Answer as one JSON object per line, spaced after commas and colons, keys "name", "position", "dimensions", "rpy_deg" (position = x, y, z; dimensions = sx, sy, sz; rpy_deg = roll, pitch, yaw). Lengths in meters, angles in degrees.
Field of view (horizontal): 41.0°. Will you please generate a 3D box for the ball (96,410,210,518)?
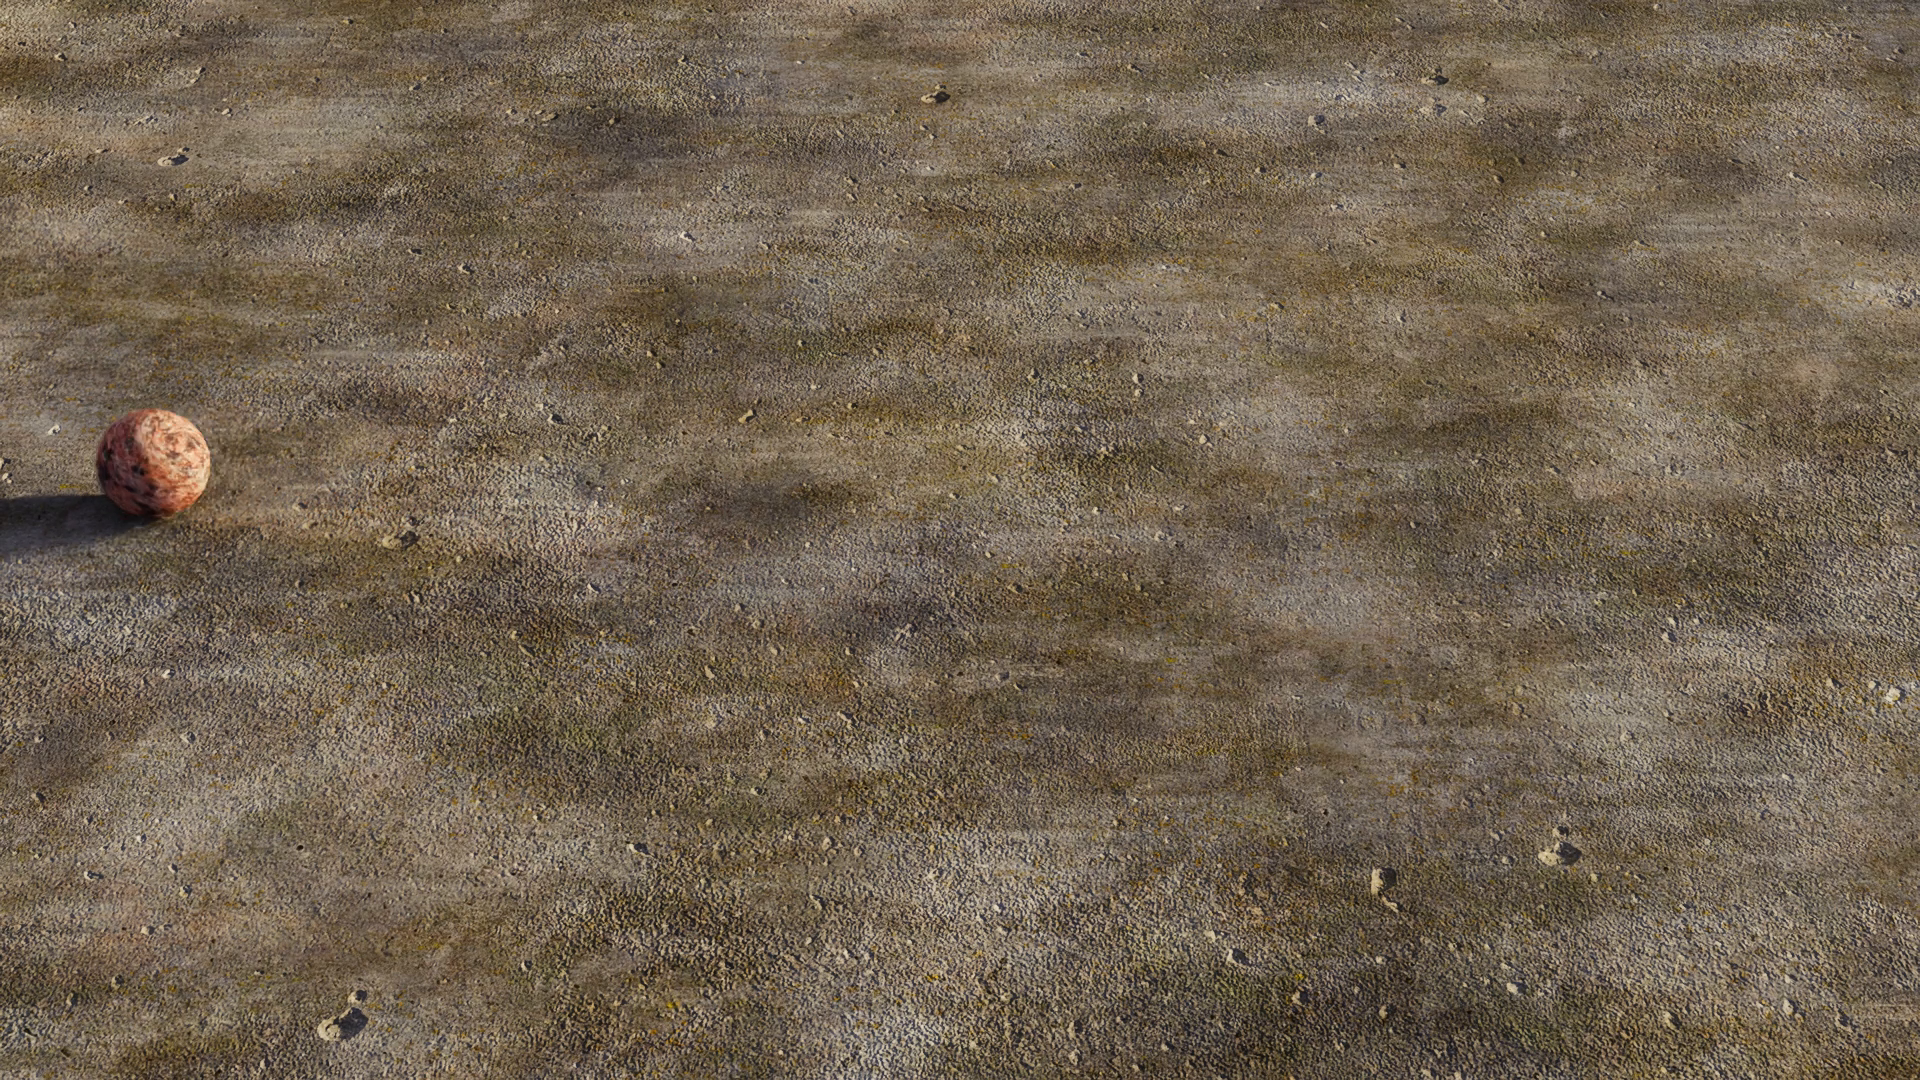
{"name": "ball", "position": [-0.540, -0.051, 1.717], "dimensions": [0.073, 0.073, 0.073], "rpy_deg": [0, 36, 0]}
